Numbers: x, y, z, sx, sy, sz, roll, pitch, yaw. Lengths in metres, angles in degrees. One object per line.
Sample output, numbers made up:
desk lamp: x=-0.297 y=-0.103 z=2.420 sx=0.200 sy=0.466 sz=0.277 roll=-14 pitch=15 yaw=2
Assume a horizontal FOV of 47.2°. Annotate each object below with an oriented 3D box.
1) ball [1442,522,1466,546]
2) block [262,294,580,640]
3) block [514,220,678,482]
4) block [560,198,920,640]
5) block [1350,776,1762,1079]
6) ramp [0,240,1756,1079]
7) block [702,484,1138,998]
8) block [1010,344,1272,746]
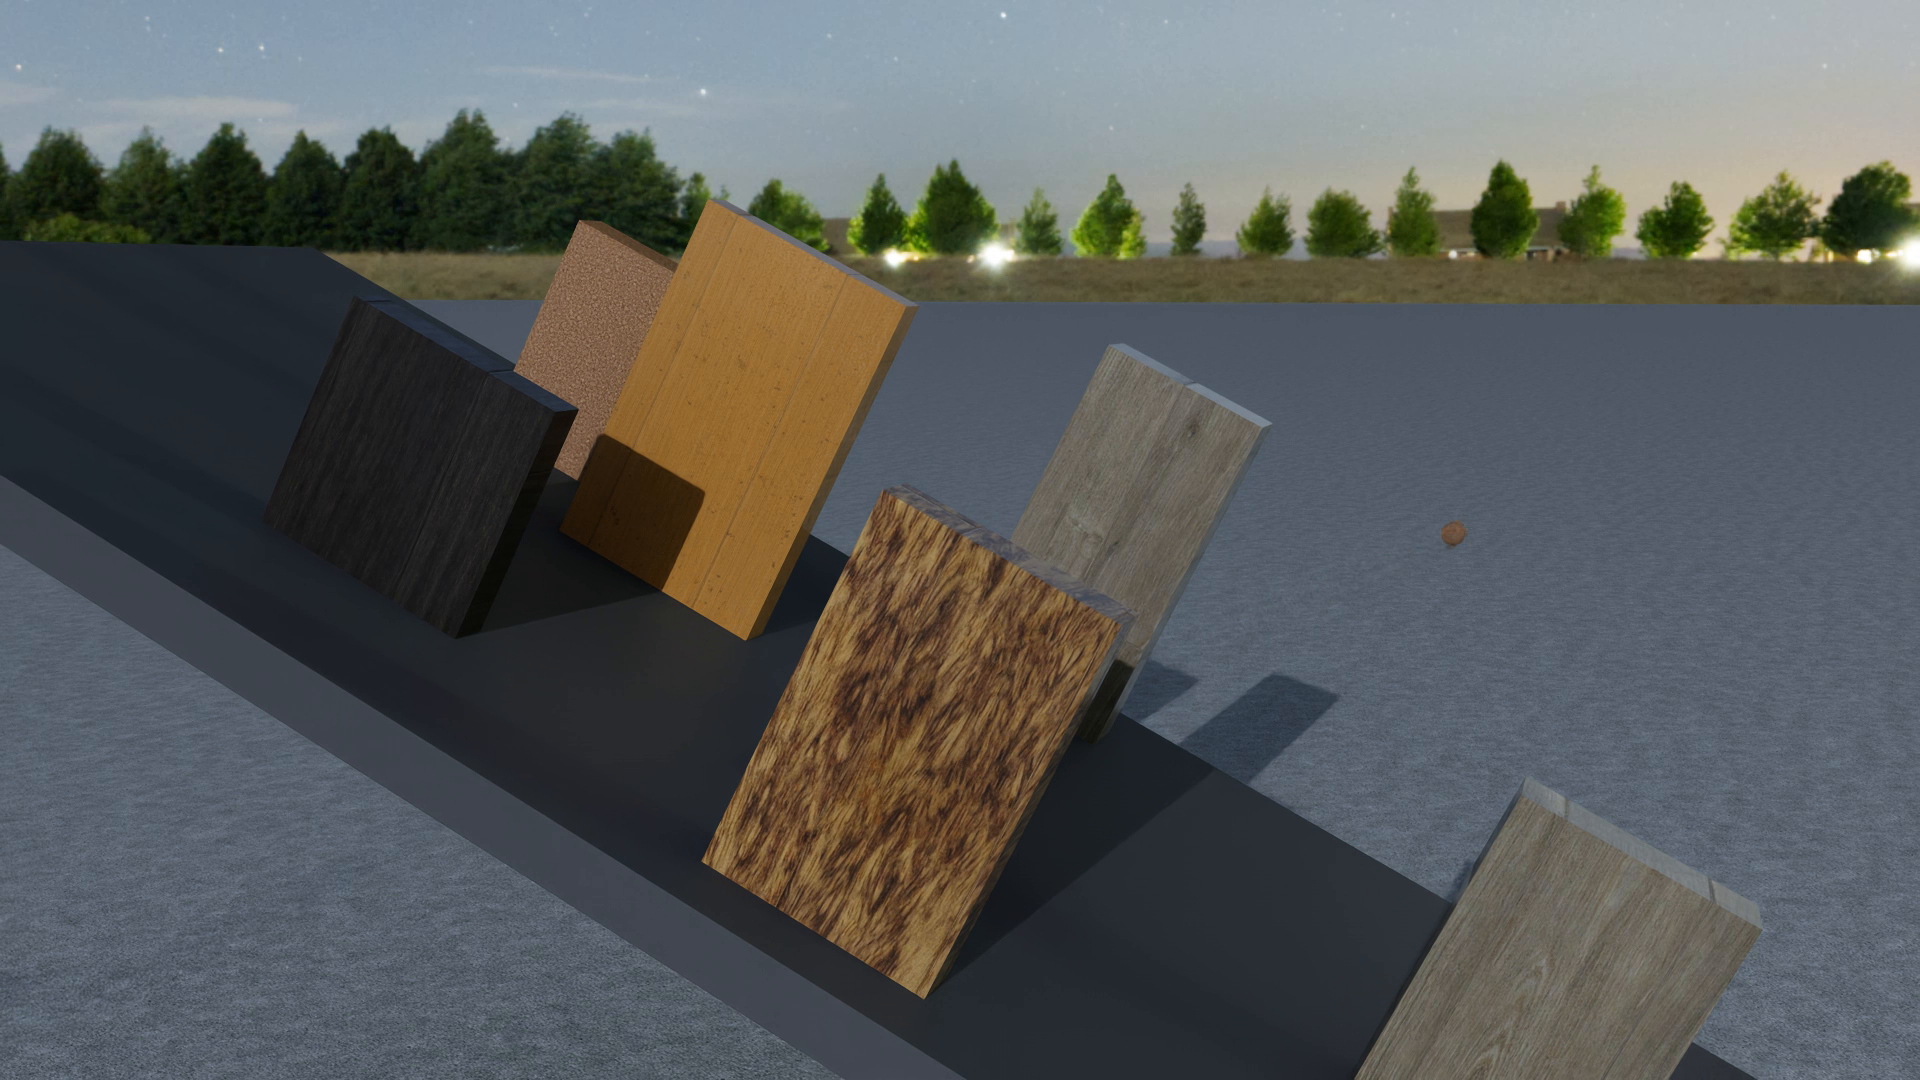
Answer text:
ball: x=3.387 y=-0.042 z=15.100 sx=0.159 sy=0.159 sz=0.159 roll=0 pitch=7 yaw=0
block: x=-0.909 y=-0.125 z=3.689 sx=0.410 sy=0.429 sz=0.083 roll=30 pitch=14 yaw=12
block: x=-0.787 y=-0.402 z=4.761 sx=0.276 sy=0.504 sz=0.105 roll=30 pitch=14 yaw=12
block: x=-0.440 y=-0.234 z=4.304 sx=0.449 sy=0.733 sz=0.081 roll=30 pitch=14 yaw=12
block: x=0.954 y=0.749 z=3.567 sx=0.411 sy=0.589 sz=0.141 roll=30 pitch=14 yaw=12
ramp: x=-0.233 y=0.390 z=4.154 sx=4.000 sy=0.100 sz=2.000 roll=30 pitch=14 yaw=12
block: x=-0.066 y=0.296 z=3.252 sx=0.397 sy=0.641 sz=0.111 roll=30 pitch=14 yaw=12
block: x=0.319 y=0.008 z=4.721 sx=0.366 sy=0.773 sz=0.138 roll=30 pitch=14 yaw=12
